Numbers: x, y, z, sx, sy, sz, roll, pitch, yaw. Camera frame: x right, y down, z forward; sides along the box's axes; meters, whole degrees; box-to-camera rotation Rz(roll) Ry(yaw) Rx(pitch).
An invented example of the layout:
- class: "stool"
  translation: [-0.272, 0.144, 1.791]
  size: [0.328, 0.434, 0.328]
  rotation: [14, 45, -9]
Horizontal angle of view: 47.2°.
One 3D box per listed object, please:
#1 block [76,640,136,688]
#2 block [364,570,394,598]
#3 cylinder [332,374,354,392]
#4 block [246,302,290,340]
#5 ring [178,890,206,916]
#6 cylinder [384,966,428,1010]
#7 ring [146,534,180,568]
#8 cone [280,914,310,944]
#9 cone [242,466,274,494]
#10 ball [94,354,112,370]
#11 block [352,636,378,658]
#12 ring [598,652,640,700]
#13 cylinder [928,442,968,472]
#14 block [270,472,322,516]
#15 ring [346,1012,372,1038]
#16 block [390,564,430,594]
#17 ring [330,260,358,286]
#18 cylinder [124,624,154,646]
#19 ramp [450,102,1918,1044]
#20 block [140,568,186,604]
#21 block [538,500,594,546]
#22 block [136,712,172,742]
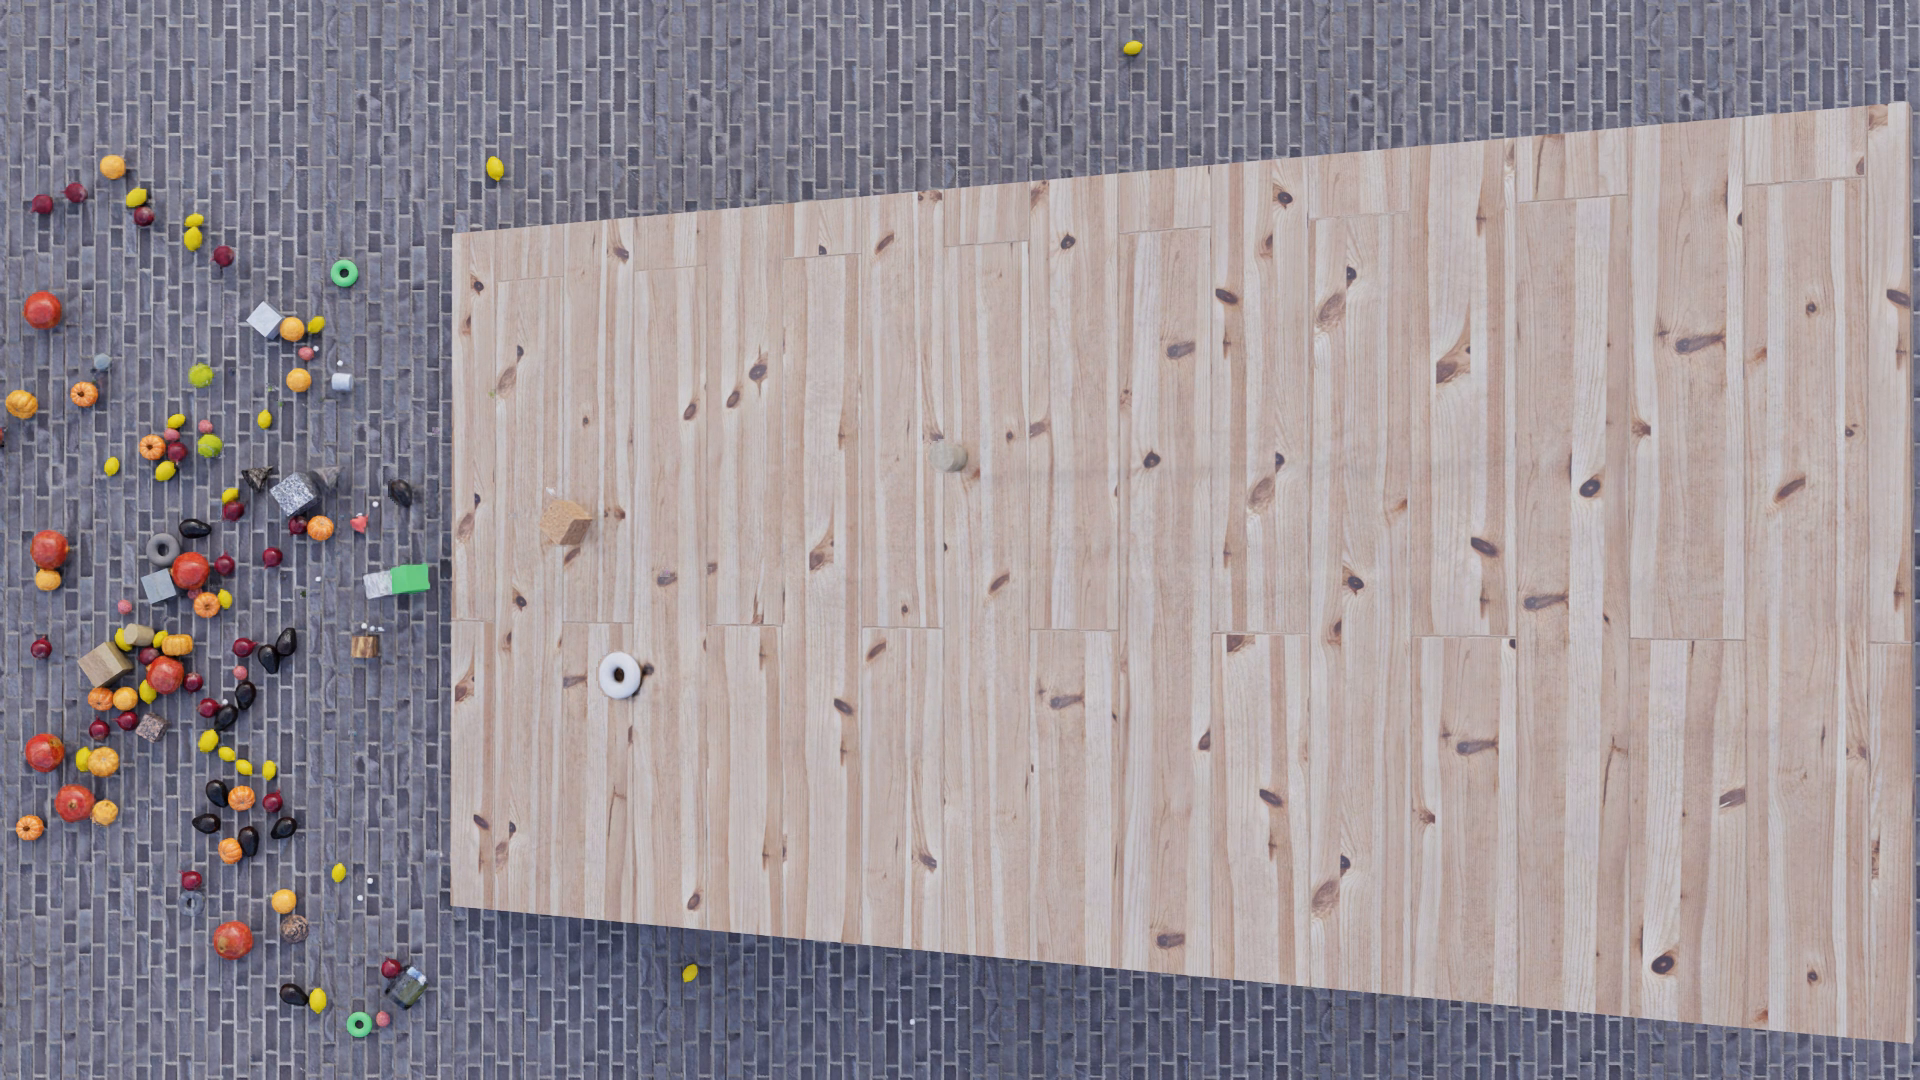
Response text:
- class: "block"
  translation: [-2.554, 0.373, 6.581]
  size: [0.099, 0.099, 0.099]
  rotation: [-35, 90, 0]
- class: "block"
  translation: [-1.730, 0.132, 6.583]
  size: [0.070, 0.070, 0.070]
  rotation: [-11, 89, 40]
- class: "cylinder"
  translation: [-1.857, -0.475, 6.614]
  size: [0.050, 0.050, 0.050]
  rotation: [4, 89, 0]
- class: "block"
  translation: [-2.077, -0.659, 6.603]
  size: [0.076, 0.076, 0.076]
  rotation: [41, 90, 0]
- class: "ring"
  translation: [-2.310, 1.091, 6.609]
  size: [0.083, 0.028, 0.083]
  rotation: [0, 91, -1]
- class: "cylinder"
  translation: [-1.653, 1.338, 6.575]
  size: [0.091, 0.091, 0.091]
  rotation: [40, 90, 0]
- class: "ring"
  translation: [-2.397, 0.031, 6.617]
  size: [0.104, 0.035, 0.104]
  rotation: [0, 90, -1]
- class: "cone"
  translation: [-2.004, 1.172, 6.577]
  size: [0.091, 0.091, 0.091]
  rotation: [0, 89, 0]
- class: "cone"
  translation: [-2.099, -0.200, 6.617]
  size: [0.086, 0.086, 0.086]
  rotation: [-40, 89, -27]
- class: "ball"
  translation: [-2.577, -0.534, 6.614]
  size: [0.051, 0.051, 0.051]
  rotation: [0, 89, 0]
- class: "block"
  translation: [-1.787, 0.320, 6.600]
  size: [0.062, 0.062, 0.062]
  rotation: [2, 89, 0]
- class: "ring"
  translation: [-0.964, 0.384, 6.225]
  size: [0.135, 0.045, 0.135]
  rotation: [0, 90, 27]
- class: "cylinder"
  translation: [-0.030, -0.216, 5.719]
  size: [0.075, 0.075, 0.075]
  rotation: [0, 89, 28]
- class: "block"
  translation: [-1.988, -0.137, 6.588]
  size: [0.096, 0.096, 0.096]
  rotation: [-35, 90, 0]
- class: "ring"
  translation: [-1.804, 1.456, 6.606]
  size: [0.077, 0.026, 0.077]
  rotation: [0, 91, 1]
- class: "block"
  translation: [-1.644, 0.116, 6.573]
  size: [0.077, 0.077, 0.077]
  rotation: [-12, 84, 40]
- class: "ring"
  translation: [-1.856, -0.804, 6.629]
  size: [0.082, 0.027, 0.082]
  rotation: [0, 88, 0]
- class: "cylinder"
  translation: [-2.459, 0.285, 6.588]
  size: [0.063, 0.063, 0.063]
  rotation: [-7, 77, 29]
- class: "ramp"
  translation: [0.276, 0.078, 5.652]
  size: [4.000, 0.100, 2.000]
  rotation: [0, 89, 28]
- class: "block"
  translation: [-2.387, 0.138, 6.591]
  size: [0.083, 0.083, 0.083]
  rotation: [-20, 89, 0]
- class: "block"
  translation: [-1.128, -0.049, 6.289]
  size: [0.092, 0.092, 0.092]
  rotation: [41, 107, 22]
- class: "block"
  translation: [-2.420, 0.562, 6.596]
  size: [0.064, 0.064, 0.064]
  rotation: [30, 89, 0]
